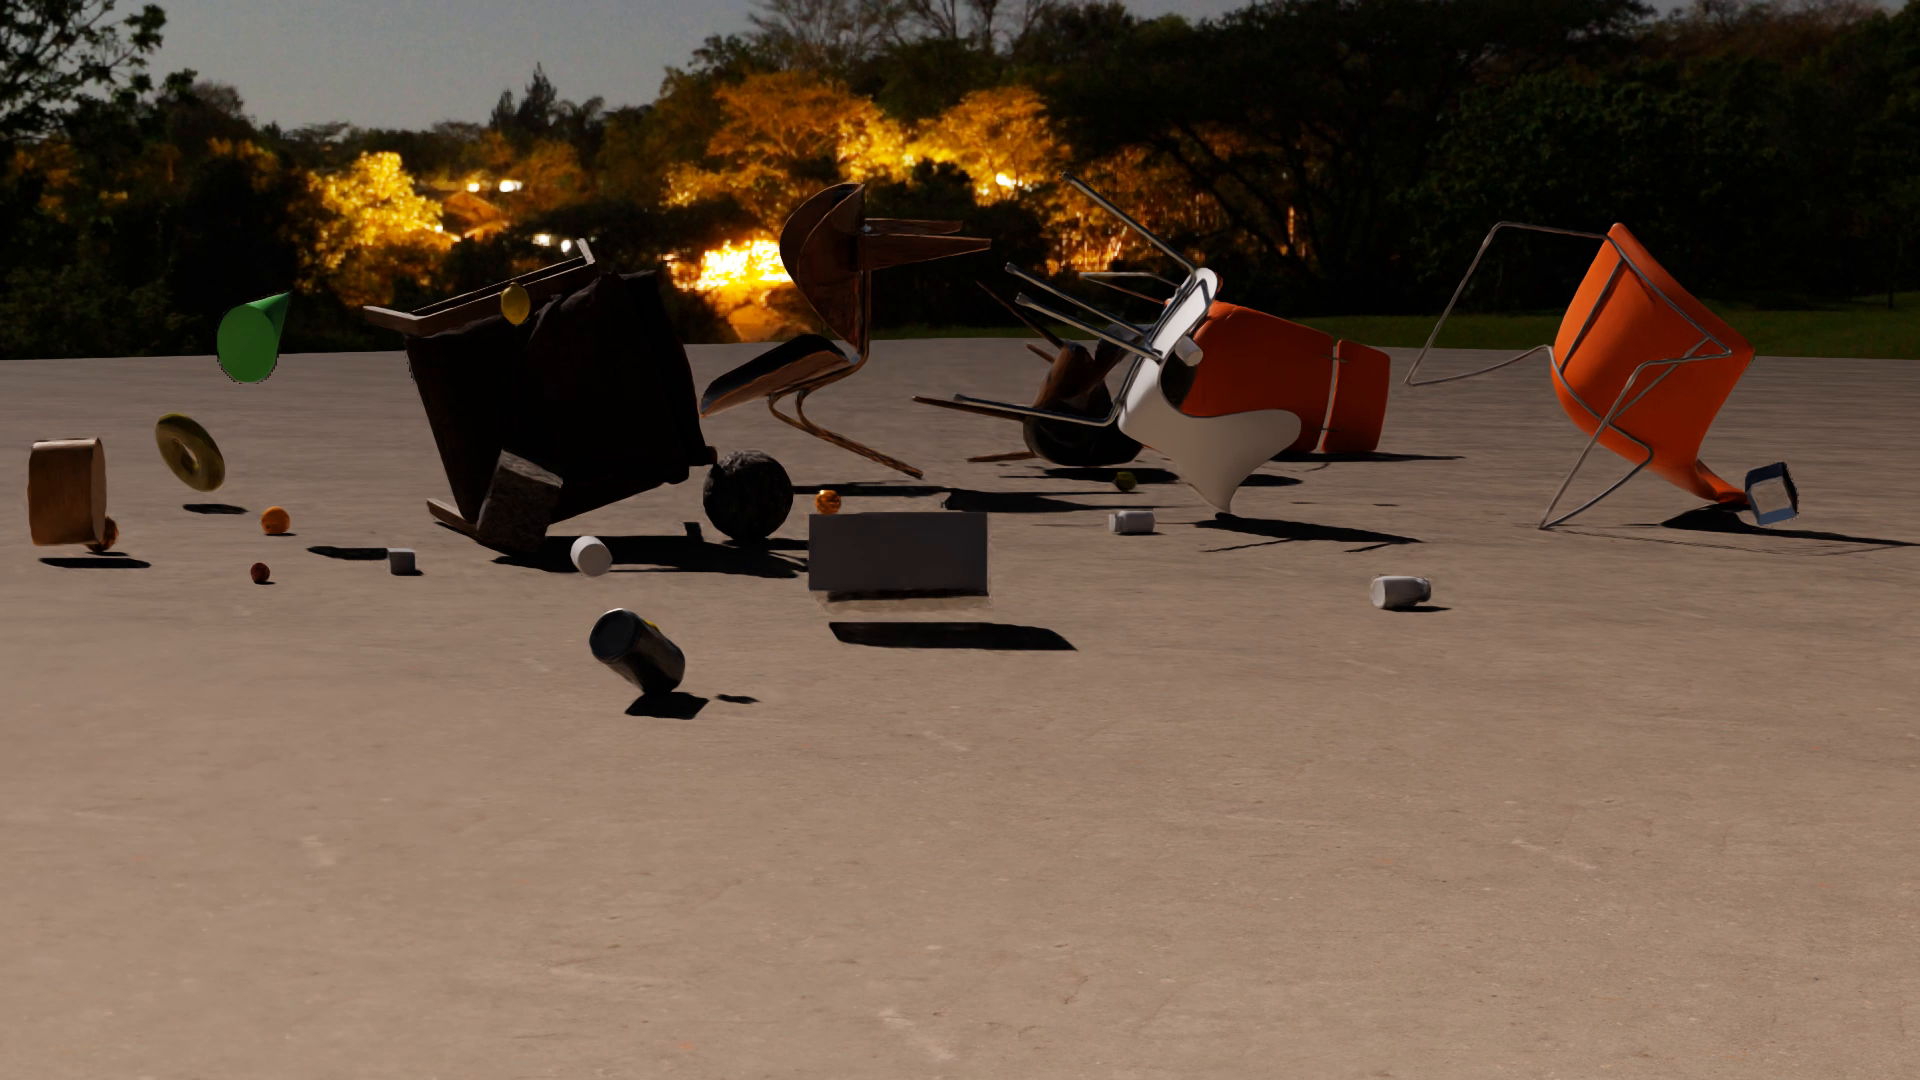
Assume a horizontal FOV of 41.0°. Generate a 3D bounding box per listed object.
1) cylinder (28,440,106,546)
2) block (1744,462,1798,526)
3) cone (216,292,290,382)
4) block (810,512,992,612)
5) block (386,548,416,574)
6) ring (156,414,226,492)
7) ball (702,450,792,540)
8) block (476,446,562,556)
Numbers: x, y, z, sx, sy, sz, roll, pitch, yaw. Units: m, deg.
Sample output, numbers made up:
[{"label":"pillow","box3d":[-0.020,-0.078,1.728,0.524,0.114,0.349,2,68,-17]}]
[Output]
[{"label":"cylinder","box3d":[-2.095,-0.112,6.023,0.144,0.252,0.128,-3,-12,-3]},{"label":"block","box3d":[2.100,-0.119,6.639,0.097,0.110,0.101,-17,25,28]},{"label":"cone","box3d":[-1.771,-0.570,6.577,0.159,0.251,0.256,24,40,-3]},{"label":"block","box3d":[-0.108,0.043,4.807,0.326,0.144,0.223,-1,-12,3]},{"label":"block","box3d":[-1.250,0.046,5.731,0.054,0.048,0.080,-2,6,-18]},{"label":"ring","box3d":[-2.216,-0.251,7.382,0.257,0.272,0.063,36,51,13]},{"label":"ball","box3d":[-0.530,-0.112,6.397,0.226,0.226,0.226,0,6,0]},{"label":"block","box3d":[-1.035,-0.093,6.034,0.149,0.176,0.177,19,15,-13]}]
